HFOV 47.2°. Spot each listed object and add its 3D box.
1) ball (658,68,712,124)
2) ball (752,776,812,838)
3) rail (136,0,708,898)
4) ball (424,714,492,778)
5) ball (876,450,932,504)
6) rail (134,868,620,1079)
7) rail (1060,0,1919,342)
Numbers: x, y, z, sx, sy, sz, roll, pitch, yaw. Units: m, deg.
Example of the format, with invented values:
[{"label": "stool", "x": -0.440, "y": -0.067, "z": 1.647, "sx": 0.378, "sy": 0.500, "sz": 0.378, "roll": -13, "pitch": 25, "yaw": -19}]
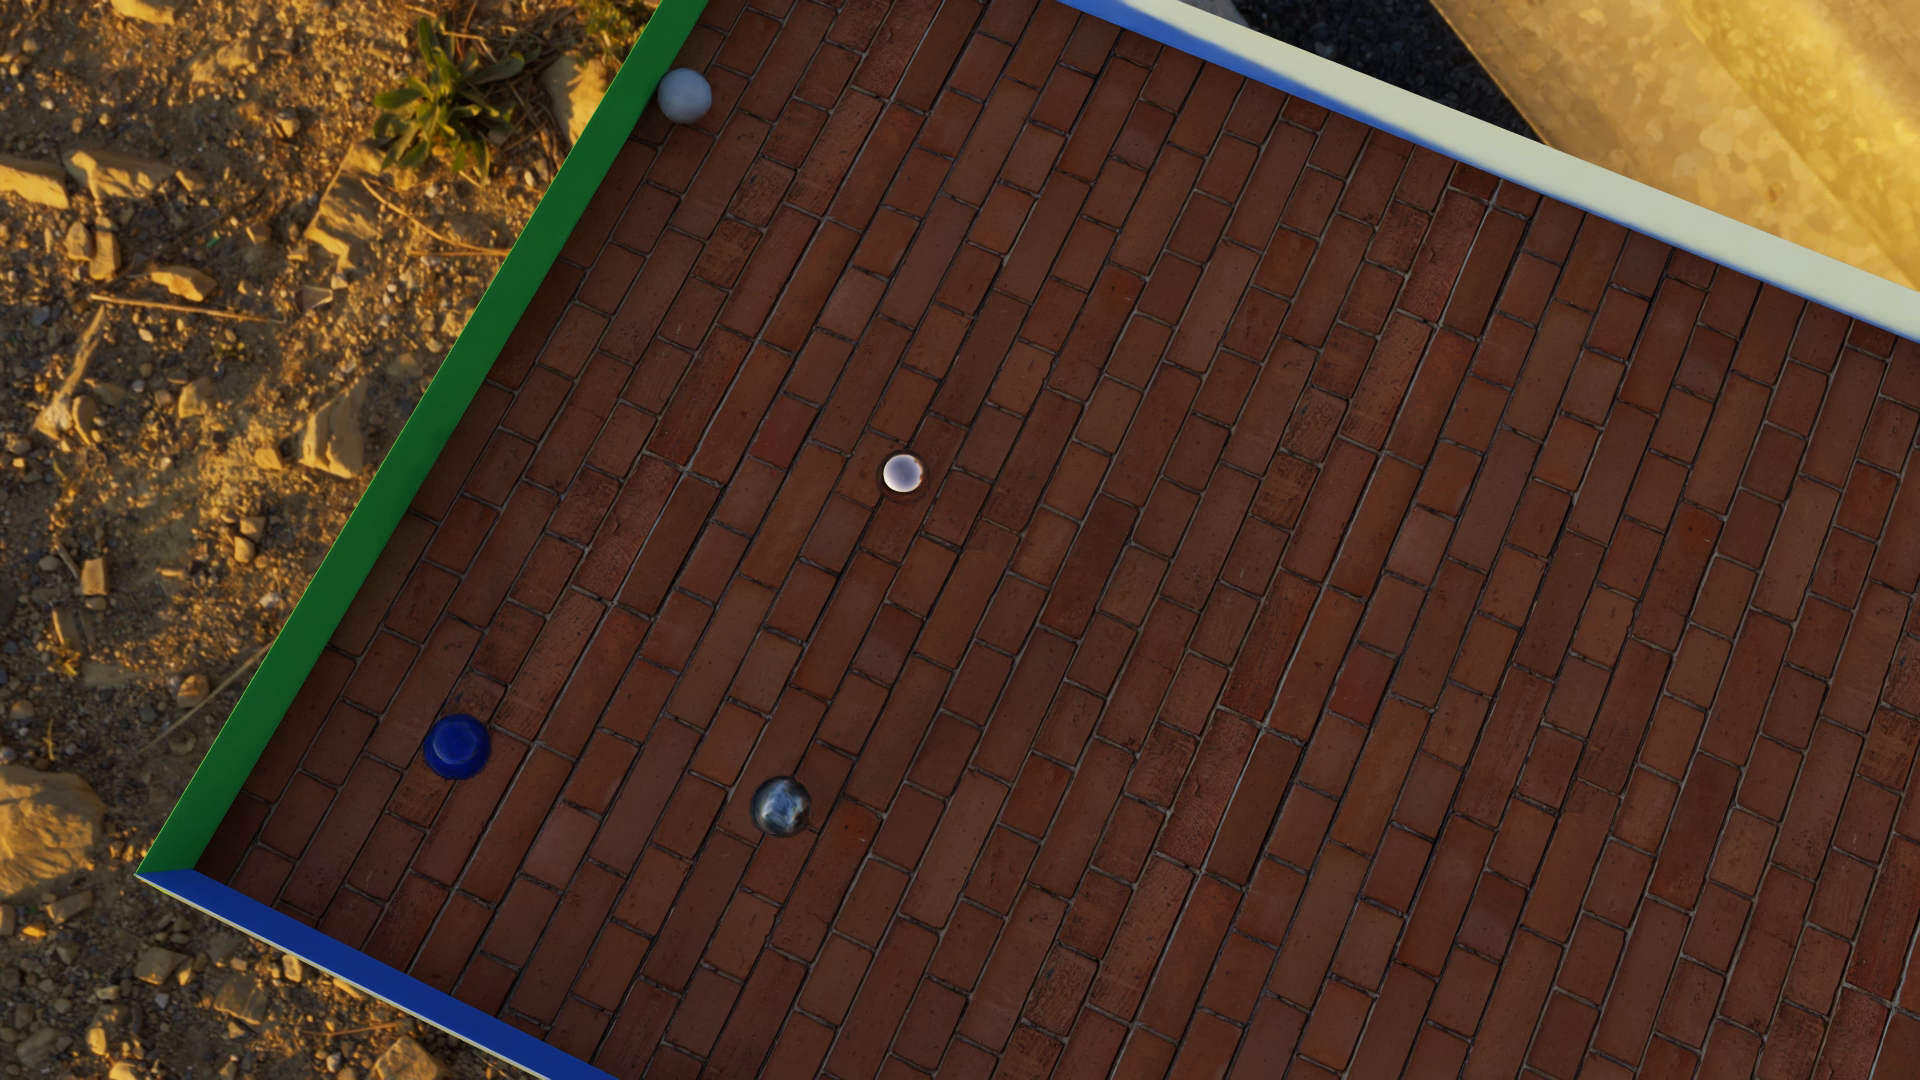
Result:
[{"label": "ball", "x": -0.464, "y": -0.748, "z": 3.708, "sx": 0.092, "sy": 0.092, "sz": 0.092, "roll": 0, "pitch": 70, "yaw": 0}, {"label": "ball", "x": -0.267, "y": 0.399, "z": 3.288, "sx": 0.090, "sy": 0.090, "sz": 0.090, "roll": 0, "pitch": 70, "yaw": 0}, {"label": "rail", "x": -0.746, "y": -0.335, "z": 3.536, "sx": 0.045, "sy": 0.127, "sz": 1.998, "roll": 24, "pitch": 72, "yaw": 8}, {"label": "ball", "x": -0.757, "y": 0.311, "z": 3.316, "sx": 0.098, "sy": 0.098, "sz": 0.098, "roll": 0, "pitch": 70, "yaw": 0}, {"label": "ball", "x": -0.090, "y": -0.100, "z": 3.472, "sx": 0.088, "sy": 0.088, "sz": 0.088, "roll": 0, "pitch": 70, "yaw": 0}, {"label": "rail", "x": 0.354, "y": 1.160, "z": 2.987, "sx": 3.391, "sy": 0.127, "sz": 0.045, "roll": 24, "pitch": 72, "yaw": 8}, {"label": "rail", "x": 1.181, "y": -0.498, "z": 3.596, "sx": 3.391, "sy": 0.127, "sz": 0.045, "roll": 24, "pitch": 72, "yaw": 8}]
